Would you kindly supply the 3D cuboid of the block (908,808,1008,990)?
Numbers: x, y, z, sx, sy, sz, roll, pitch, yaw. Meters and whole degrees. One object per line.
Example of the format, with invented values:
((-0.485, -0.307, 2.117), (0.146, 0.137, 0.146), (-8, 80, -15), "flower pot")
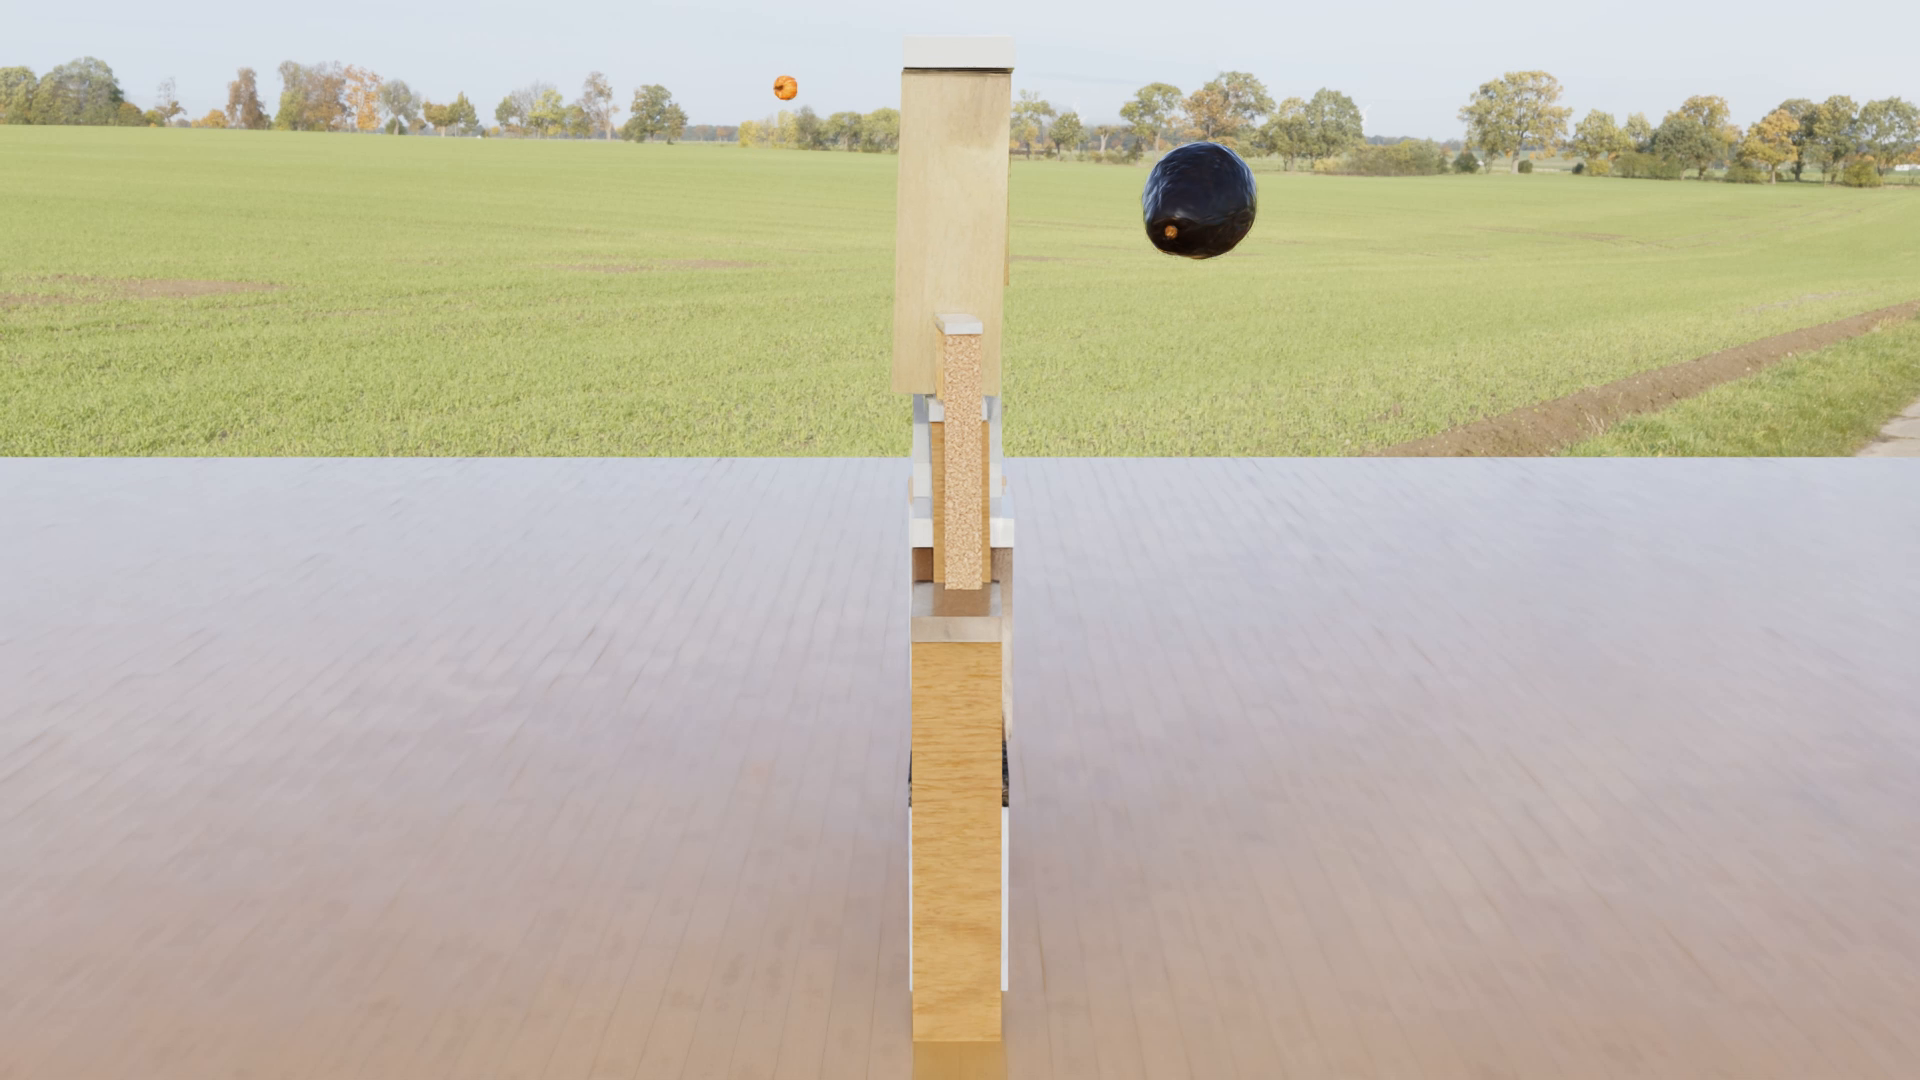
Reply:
((-0.002, 0.520, 3.249), (0.145, 0.291, 0.041), (0, 10, 0), "block")

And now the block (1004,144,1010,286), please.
((-0.002, -0.547, 3.366), (0.156, 0.312, 0.044), (0, 11, 0), "block")

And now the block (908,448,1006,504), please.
((-0.004, -0.111, 3.737), (0.159, 0.045, 0.319), (0, 11, 0), "block")

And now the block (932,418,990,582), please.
((0.002, -0.057, 3.154), (0.082, 0.235, 0.023), (0, 10, 1), "block")

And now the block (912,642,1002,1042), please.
((-0.004, 0.414, 3.038), (0.123, 0.578, 0.035), (0, 11, 0), "block")

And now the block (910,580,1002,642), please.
((-0.004, 0.097, 3.063), (0.123, 0.035, 0.246), (0, 11, 0), "block")

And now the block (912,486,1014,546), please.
((0.004, -0.039, 3.429), (0.152, 0.043, 0.304), (0, 11, 0), "block")

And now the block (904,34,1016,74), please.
((-0.002, -0.708, 3.231), (0.156, 0.044, 0.312), (0, 9, 0), "block")

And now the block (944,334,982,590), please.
((0.004, -0.110, 3.090), (0.052, 0.362, 0.015), (0, 10, 1), "block")

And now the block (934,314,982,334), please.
((-0.003, -0.304, 3.091), (0.052, 0.015, 0.104), (-2, 13, -9), "block")

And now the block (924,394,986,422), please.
((-0.008, -0.195, 3.185), (0.082, 0.023, 0.164), (-2, 11, -3), "block")

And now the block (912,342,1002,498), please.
((-0.004, -0.216, 3.458), (0.139, 0.295, 0.039), (0, 11, 0), "block")

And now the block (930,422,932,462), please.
((-0.001, -0.113, 3.255), (0.082, 0.164, 0.023), (-1, 10, 1), "block")

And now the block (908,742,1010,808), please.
((-0.002, 0.339, 3.314), (0.145, 0.041, 0.291), (0, 11, 0), "block")

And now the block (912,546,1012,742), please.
((0.004, 0.153, 3.361), (0.152, 0.308, 0.043), (0, 11, 0), "block")

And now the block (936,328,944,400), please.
((-0.008, -0.254, 3.139), (0.052, 0.104, 0.015), (-1, 12, -1), "block")

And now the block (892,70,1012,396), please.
((-0.014, -0.441, 3.173), (0.156, 0.459, 0.044), (2, 11, -2), "block")

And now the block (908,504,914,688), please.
((-0.004, 0.087, 3.665), (0.159, 0.319, 0.045), (0, 11, 0), "block")
